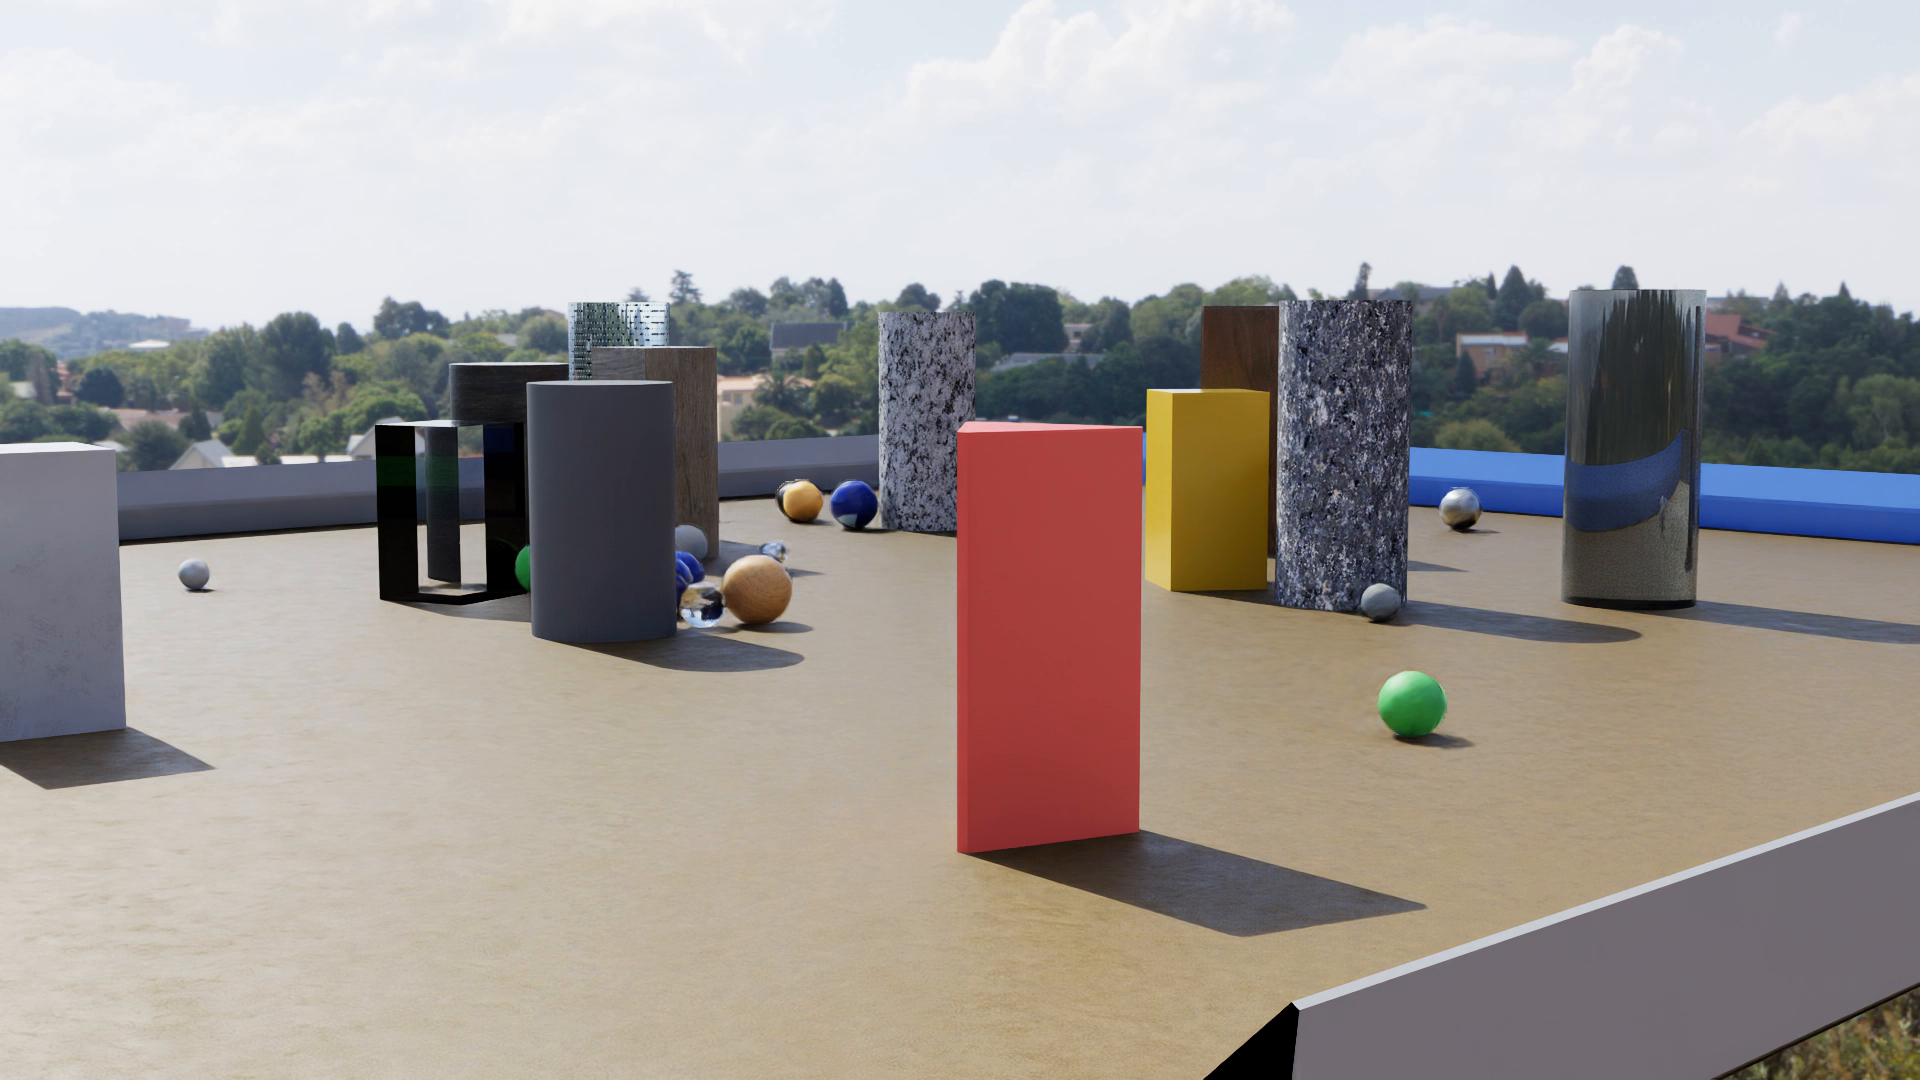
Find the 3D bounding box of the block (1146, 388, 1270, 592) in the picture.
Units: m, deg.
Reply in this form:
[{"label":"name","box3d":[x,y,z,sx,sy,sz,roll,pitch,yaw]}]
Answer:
[{"label":"block","box3d":[0.401,-0.085,3.584,0.160,0.316,0.160,-1,6,-10]}]

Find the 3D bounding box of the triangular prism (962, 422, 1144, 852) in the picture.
[{"label":"triangular prism","box3d":[0.044,0.075,1.901,0.173,0.347,0.150,-3,7,-27]}]

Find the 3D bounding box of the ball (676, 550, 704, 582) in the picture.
[{"label":"ball","box3d":[-0.433,0.056,3.378,0.079,0.079,0.079,0,6,0]}]

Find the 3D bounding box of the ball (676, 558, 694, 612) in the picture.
[{"label":"ball","box3d":[-0.435,0.066,3.236,0.087,0.087,0.087,0,6,0]}]

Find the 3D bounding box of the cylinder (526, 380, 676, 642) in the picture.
[{"label":"cylinder","box3d":[-0.495,-0.044,3.046,0.200,0.347,0.200,0,6,0]}]

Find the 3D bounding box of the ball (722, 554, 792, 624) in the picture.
[{"label":"ball","box3d":[-0.290,0.070,3.134,0.100,0.100,0.100,0,6,0]}]

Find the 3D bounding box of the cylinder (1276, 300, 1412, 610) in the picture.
[{"label":"cylinder","box3d":[0.585,-0.134,3.358,0.200,0.461,0.200,0,6,0]}]

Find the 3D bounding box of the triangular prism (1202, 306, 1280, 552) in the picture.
[{"label":"triangular prism","box3d":[0.544,-0.213,4.152,0.173,0.454,0.150,1,6,8]}]

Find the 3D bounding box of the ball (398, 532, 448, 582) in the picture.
[{"label":"ball","box3d":[-0.884,0.029,3.623,0.081,0.081,0.081,0,6,0]}]

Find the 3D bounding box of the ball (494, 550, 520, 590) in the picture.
[{"label":"ball","box3d":[-0.716,0.048,3.526,0.063,0.063,0.063,0,6,0]}]

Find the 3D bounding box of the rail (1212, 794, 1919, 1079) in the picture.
[{"label":"rail","box3d":[1.220,0.171,2.017,3.928,0.130,0.045,-5,8,-42]}]

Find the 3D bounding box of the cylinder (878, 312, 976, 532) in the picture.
[{"label":"cylinder","box3d":[-0.068,-0.248,4.540,0.200,0.443,0.200,0,6,0]}]

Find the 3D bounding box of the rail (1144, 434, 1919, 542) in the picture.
[{"label":"rail","box3d":[1.426,-0.102,4.641,0.045,0.130,3.646,-5,8,-42]}]

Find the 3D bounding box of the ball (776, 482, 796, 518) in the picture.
[{"label":"ball","box3d":[-0.357,-0.085,4.740,0.077,0.077,0.077,0,6,0]}]

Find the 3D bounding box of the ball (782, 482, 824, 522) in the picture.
[{"label":"ball","box3d":[-0.333,-0.081,4.662,0.085,0.085,0.085,0,6,0]}]

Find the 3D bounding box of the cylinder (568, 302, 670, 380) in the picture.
[{"label":"cylinder","box3d":[-0.674,-0.240,4.368,0.200,0.462,0.200,0,6,0]}]

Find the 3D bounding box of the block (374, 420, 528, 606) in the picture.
[{"label":"block","box3d":[-0.792,-0.046,3.429,0.160,0.271,0.160,3,7,26]}]

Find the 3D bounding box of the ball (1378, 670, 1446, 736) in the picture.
[{"label":"ball","box3d":[0.474,0.172,2.308,0.069,0.069,0.069,0,6,0]}]

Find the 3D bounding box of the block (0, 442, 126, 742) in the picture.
[{"label":"block","box3d":[-1.004,0.051,2.355,0.160,0.299,0.160,-4,7,-36]}]

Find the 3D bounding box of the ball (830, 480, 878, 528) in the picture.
[{"label":"ball","box3d":[-0.216,-0.073,4.511,0.099,0.099,0.099,0,6,0]}]

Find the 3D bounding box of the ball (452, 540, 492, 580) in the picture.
[{"label":"ball","box3d":[-0.810,0.034,3.649,0.066,0.066,0.066,0,6,0]}]

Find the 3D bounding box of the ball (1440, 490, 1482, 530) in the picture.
[{"label":"ball","box3d":[1.022,-0.062,4.491,0.083,0.083,0.083,0,6,0]}]

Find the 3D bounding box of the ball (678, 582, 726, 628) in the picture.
[{"label":"ball","box3d":[-0.362,0.091,3.097,0.066,0.066,0.066,0,6,0]}]

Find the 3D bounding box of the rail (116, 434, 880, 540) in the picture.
[{"label":"rail","box3d":[-1.220,-0.103,4.647,3.928,0.130,0.045,-5,8,-42]}]

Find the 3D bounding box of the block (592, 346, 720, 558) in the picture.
[{"label":"block","box3d":[-0.552,-0.159,3.985,0.160,0.380,0.160,-6,8,-44]}]

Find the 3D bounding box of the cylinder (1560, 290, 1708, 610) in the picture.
[{"label":"cylinder","box3d":[1.027,-0.142,3.358,0.200,0.477,0.200,0,6,0]}]

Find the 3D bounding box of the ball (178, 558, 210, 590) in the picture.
[{"label":"ball","box3d":[-1.230,0.055,3.531,0.049,0.049,0.049,0,6,0]}]

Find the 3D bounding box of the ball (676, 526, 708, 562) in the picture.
[{"label":"ball","box3d":[-0.477,0.010,3.846,0.072,0.072,0.072,0,6,0]}]

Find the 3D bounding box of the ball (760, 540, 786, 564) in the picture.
[{"label":"ball","box3d":[-0.327,0.025,3.831,0.046,0.046,0.046,0,6,0]}]

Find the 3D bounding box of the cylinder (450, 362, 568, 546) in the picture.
[{"label":"cylinder","box3d":[-0.768,-0.123,3.763,0.200,0.355,0.200,0,6,0]}]

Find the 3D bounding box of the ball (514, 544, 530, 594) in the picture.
[{"label":"ball","box3d":[-0.652,0.045,3.436,0.088,0.088,0.088,0,6,0]}]

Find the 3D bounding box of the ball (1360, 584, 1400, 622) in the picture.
[{"label":"ball","box3d":[0.605,0.090,3.165,0.055,0.055,0.055,0,6,0]}]
